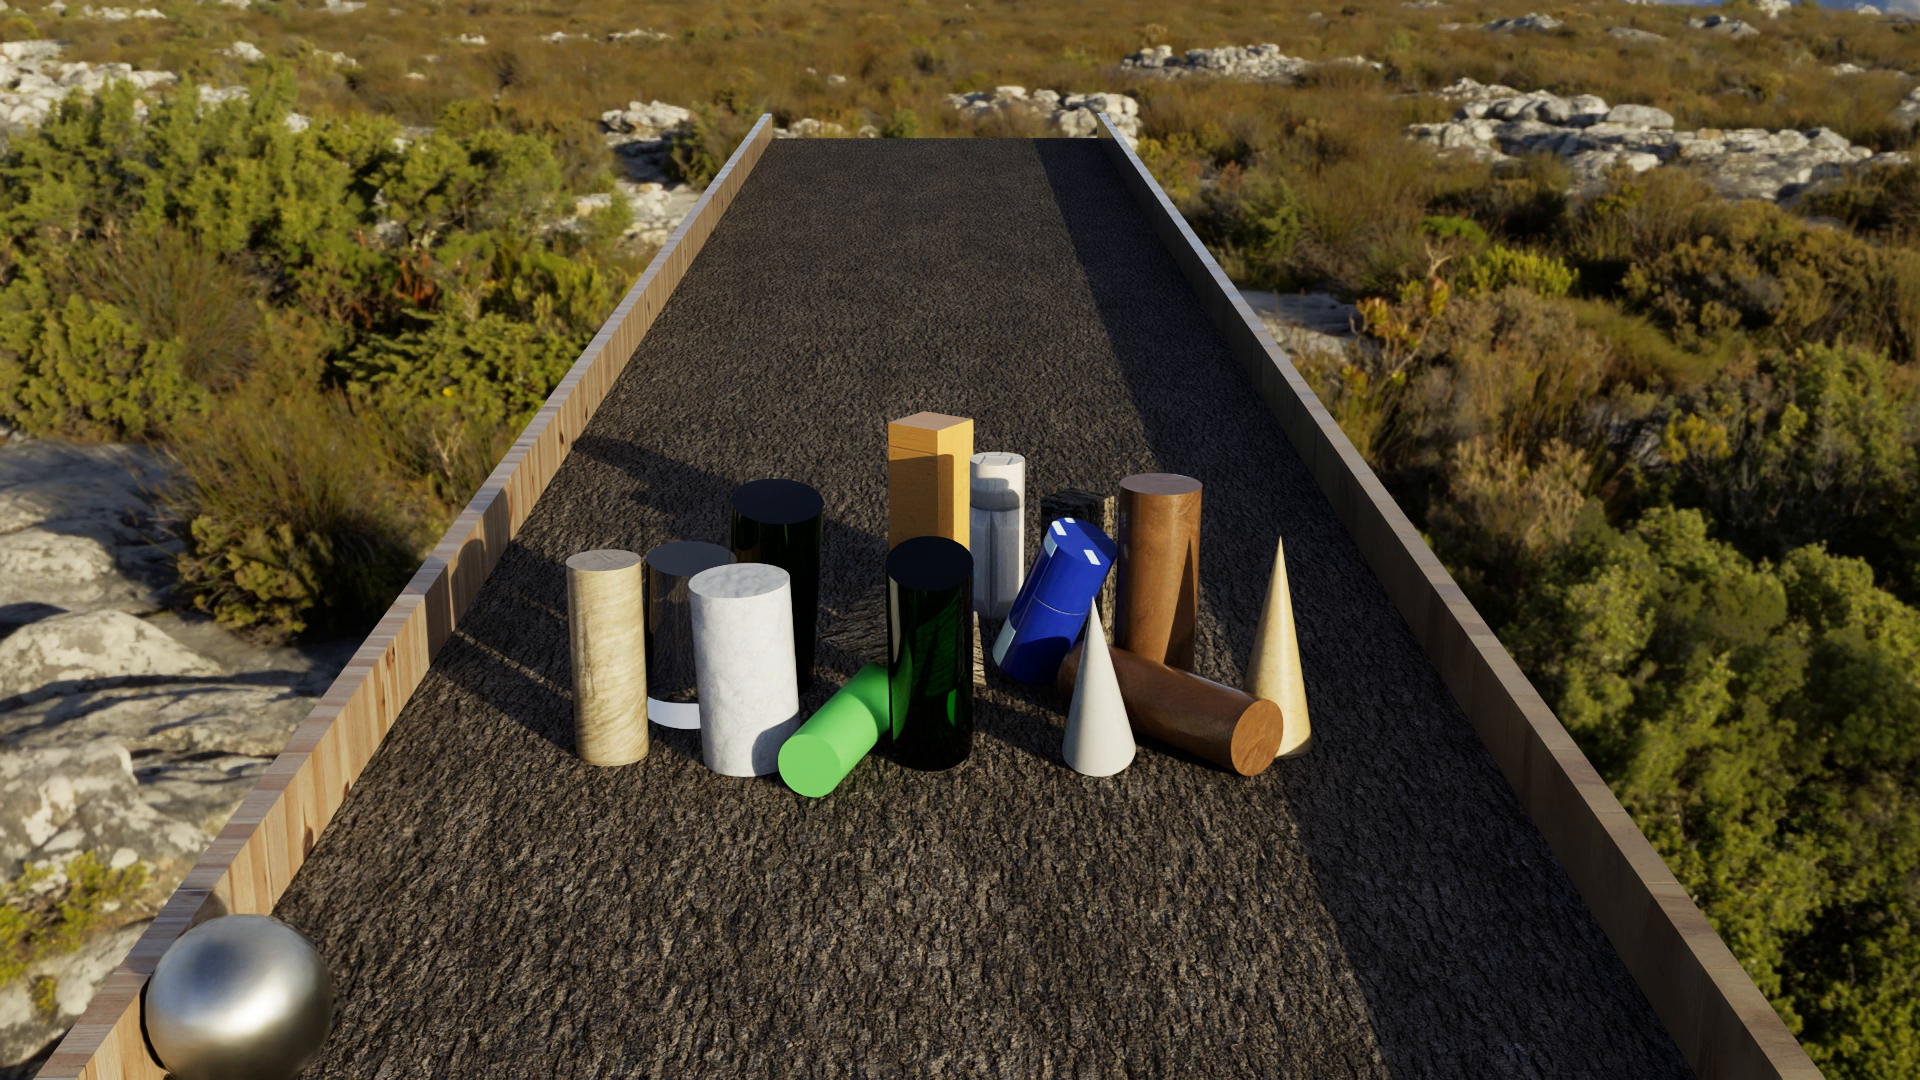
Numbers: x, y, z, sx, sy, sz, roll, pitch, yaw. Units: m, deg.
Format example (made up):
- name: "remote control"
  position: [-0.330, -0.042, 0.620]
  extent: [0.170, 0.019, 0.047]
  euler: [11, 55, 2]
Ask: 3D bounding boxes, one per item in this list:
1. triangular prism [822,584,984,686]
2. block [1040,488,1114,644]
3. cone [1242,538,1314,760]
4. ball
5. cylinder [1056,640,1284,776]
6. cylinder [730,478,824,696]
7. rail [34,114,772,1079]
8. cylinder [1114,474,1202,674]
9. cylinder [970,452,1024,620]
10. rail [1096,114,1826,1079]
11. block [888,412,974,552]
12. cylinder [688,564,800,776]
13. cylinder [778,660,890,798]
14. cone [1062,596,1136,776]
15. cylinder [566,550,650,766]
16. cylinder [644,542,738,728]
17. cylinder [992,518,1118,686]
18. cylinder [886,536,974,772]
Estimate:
- name: "triangular prism"
  position: [-0.079, 0.169, 4.116]
  extent: [0.151, 0.131, 0.402]
  euler: [20, 0, 27]
- name: "block"
  position: [0.233, 0.072, 4.409]
  extent: [0.103, 0.328, 0.103]
  euler: [13, 21, 38]
- name: "cone"
  position: [0.565, 0.180, 3.930]
  extent: [0.151, 0.395, 0.151]
  euler: [0, 17, 0]
- name: "ball"
  position: [-0.923, 0.595, 2.820]
  extent: [0.231, 0.231, 0.231]
  euler: [0, 17, 0]
- name: "cylinder"
  position: [0.375, 0.299, 3.978]
  extent: [0.139, 0.139, 0.429]
  euler: [-14, 22, -40]
- name: "cylinder"
  position: [-0.353, 0.096, 4.161]
  extent: [0.171, 0.392, 0.171]
  euler: [4, 30, -2]
- name: "rail"
  position: [-1.118, -0.838, 7.780]
  extent: [0.050, 0.150, 12.000]
  euler: [0, 17, -1]
- name: "cylinder"
  position: [0.371, 0.098, 4.153]
  extent: [0.154, 0.423, 0.154]
  euler: [1, 17, 0]
- name: "cylinder"
  position: [0.078, -0.009, 4.668]
  extent: [0.116, 0.337, 0.116]
  euler: [0, 17, 0]
- name: "rail"
  position: [0.932, -0.844, 7.801]
  extent: [0.050, 0.150, 12.000]
  euler: [0, 17, -1]
- name: "block"
  position: [-0.064, -0.092, 4.909]
  extent: [0.134, 0.357, 0.134]
  euler: [11, 20, 34]
- name: "cylinder"
  position: [-0.376, 0.227, 3.863]
  extent: [0.176, 0.333, 0.176]
  euler: [-2, 19, 1]
- name: "cylinder"
  position: [-0.198, 0.330, 3.914]
  extent: [0.114, 0.114, 0.391]
  euler: [5, 17, 16]
- name: "cone"
  position: [0.232, 0.230, 3.752]
  extent: [0.130, 0.384, 0.130]
  euler: [-3, 44, 3]
- name: "cylinder"
  position: [-0.623, 0.208, 3.895]
  extent: [0.131, 0.361, 0.131]
  euler: [0, 17, 0]
- name: "cylinder"
  position: [-0.500, 0.175, 4.069]
  extent: [0.165, 0.306, 0.165]
  euler: [4, 22, -2]
- name: "cylinder"
  position: [0.181, 0.120, 4.232]
  extent: [0.139, 0.307, 0.139]
  euler: [17, 33, -11]
- name: "cylinder"
  position: [-0.051, 0.200, 3.792]
  extent: [0.148, 0.409, 0.148]
  euler: [0, 38, 0]
